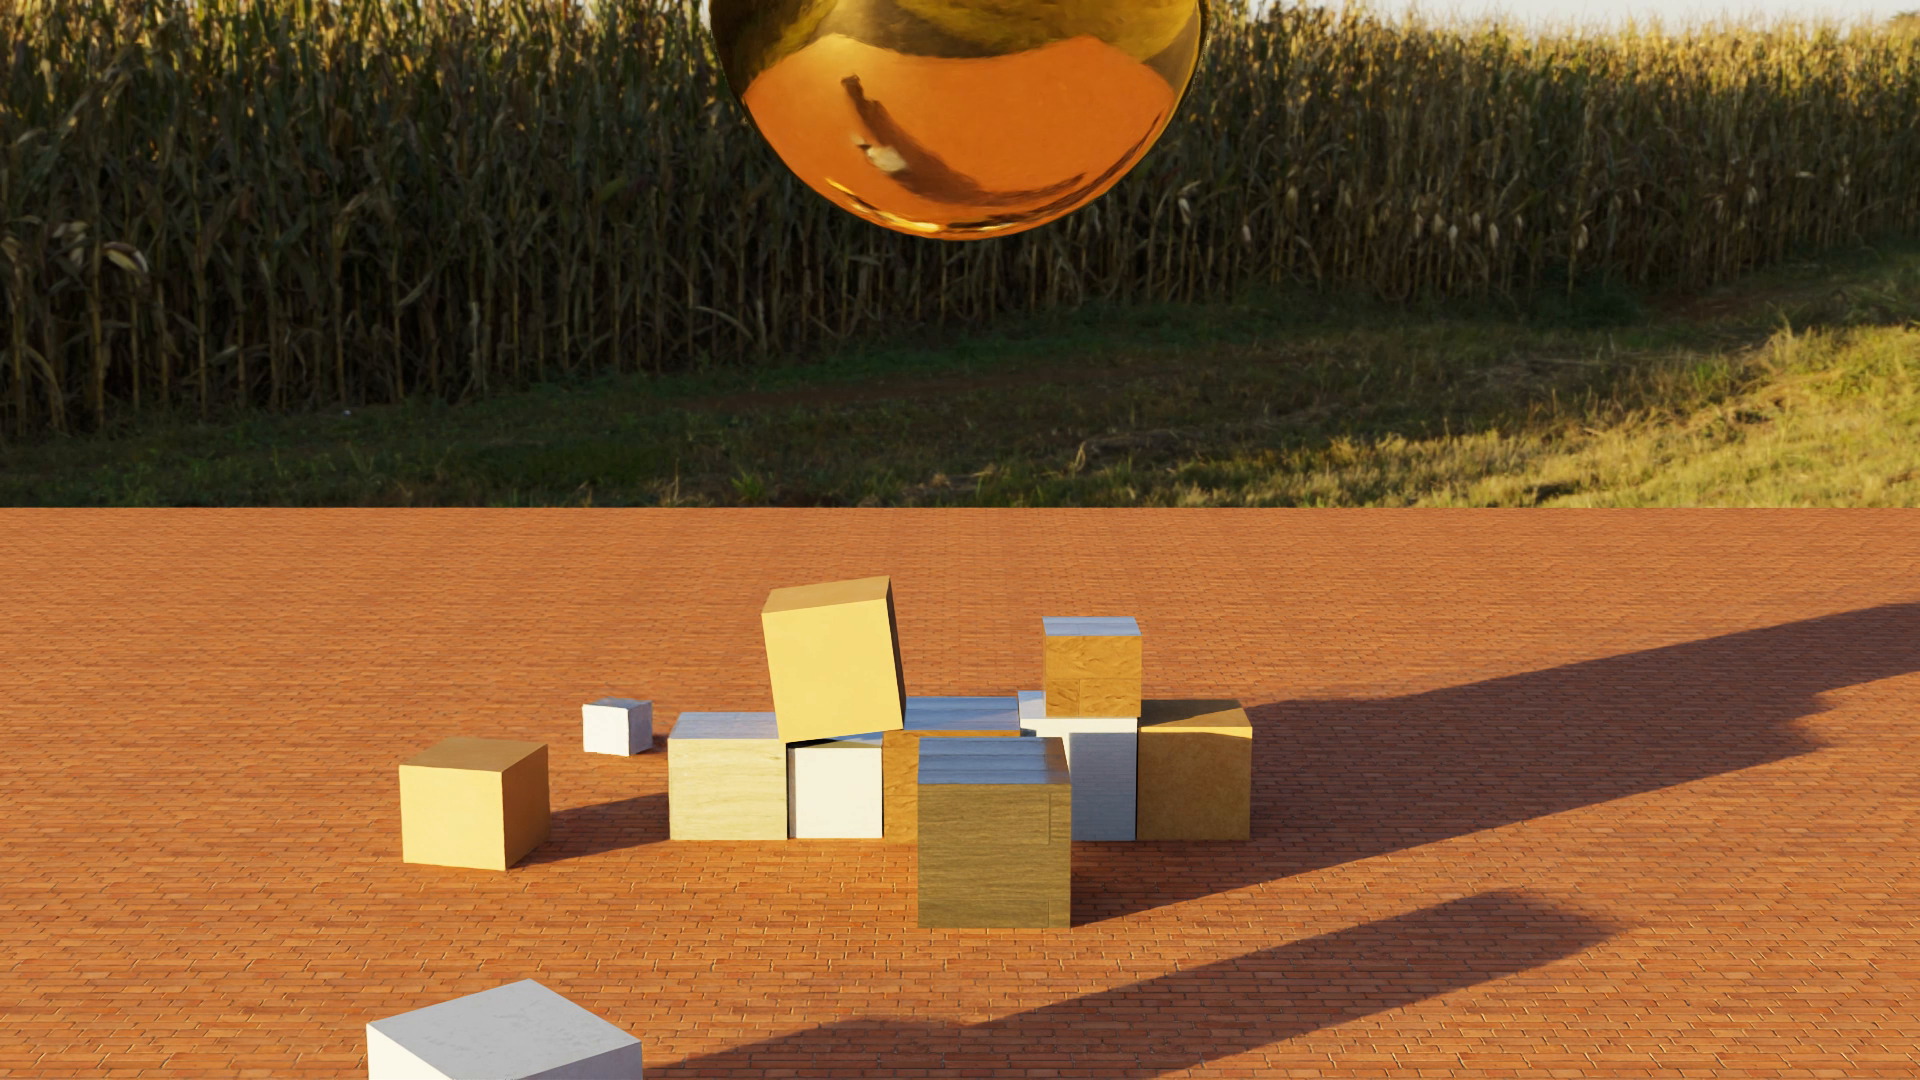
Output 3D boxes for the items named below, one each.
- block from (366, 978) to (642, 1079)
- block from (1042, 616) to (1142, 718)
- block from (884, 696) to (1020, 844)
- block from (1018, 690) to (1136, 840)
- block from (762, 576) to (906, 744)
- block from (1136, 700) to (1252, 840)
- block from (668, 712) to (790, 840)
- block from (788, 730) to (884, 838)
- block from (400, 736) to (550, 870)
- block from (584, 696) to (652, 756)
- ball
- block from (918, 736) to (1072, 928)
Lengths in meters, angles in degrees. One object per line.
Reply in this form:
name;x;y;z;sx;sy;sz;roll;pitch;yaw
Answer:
block;-1.511;1.922;7.324;0.618;0.599;0.723;-9;13;-40
block;0.670;0.647;11.278;0.479;0.420;0.448;0;10;-1
block;-0.041;1.184;11.392;0.684;0.594;0.675;0;10;0
block;0.597;1.162;11.394;0.584;0.637;0.574;0;10;0
block;-0.633;0.600;11.235;0.621;0.668;0.596;-7;10;1
block;1.186;1.183;11.411;0.572;0.590;0.564;0;10;0
block;-1.176;1.216;11.395;0.593;0.529;0.530;0;10;0
block;-0.634;1.241;11.423;0.470;0.471;0.514;0;10;0
block;-2.415;1.308;10.989;0.539;0.495;0.542;2;11;13
block;-1.988;1.083;12.789;0.302;0.275;0.254;3;8;25
ball;0.000;-1.758;6.985;1.600;1.600;1.600;0;10;0
block;0.151;1.350;10.249;0.686;0.677;0.784;0;10;0
